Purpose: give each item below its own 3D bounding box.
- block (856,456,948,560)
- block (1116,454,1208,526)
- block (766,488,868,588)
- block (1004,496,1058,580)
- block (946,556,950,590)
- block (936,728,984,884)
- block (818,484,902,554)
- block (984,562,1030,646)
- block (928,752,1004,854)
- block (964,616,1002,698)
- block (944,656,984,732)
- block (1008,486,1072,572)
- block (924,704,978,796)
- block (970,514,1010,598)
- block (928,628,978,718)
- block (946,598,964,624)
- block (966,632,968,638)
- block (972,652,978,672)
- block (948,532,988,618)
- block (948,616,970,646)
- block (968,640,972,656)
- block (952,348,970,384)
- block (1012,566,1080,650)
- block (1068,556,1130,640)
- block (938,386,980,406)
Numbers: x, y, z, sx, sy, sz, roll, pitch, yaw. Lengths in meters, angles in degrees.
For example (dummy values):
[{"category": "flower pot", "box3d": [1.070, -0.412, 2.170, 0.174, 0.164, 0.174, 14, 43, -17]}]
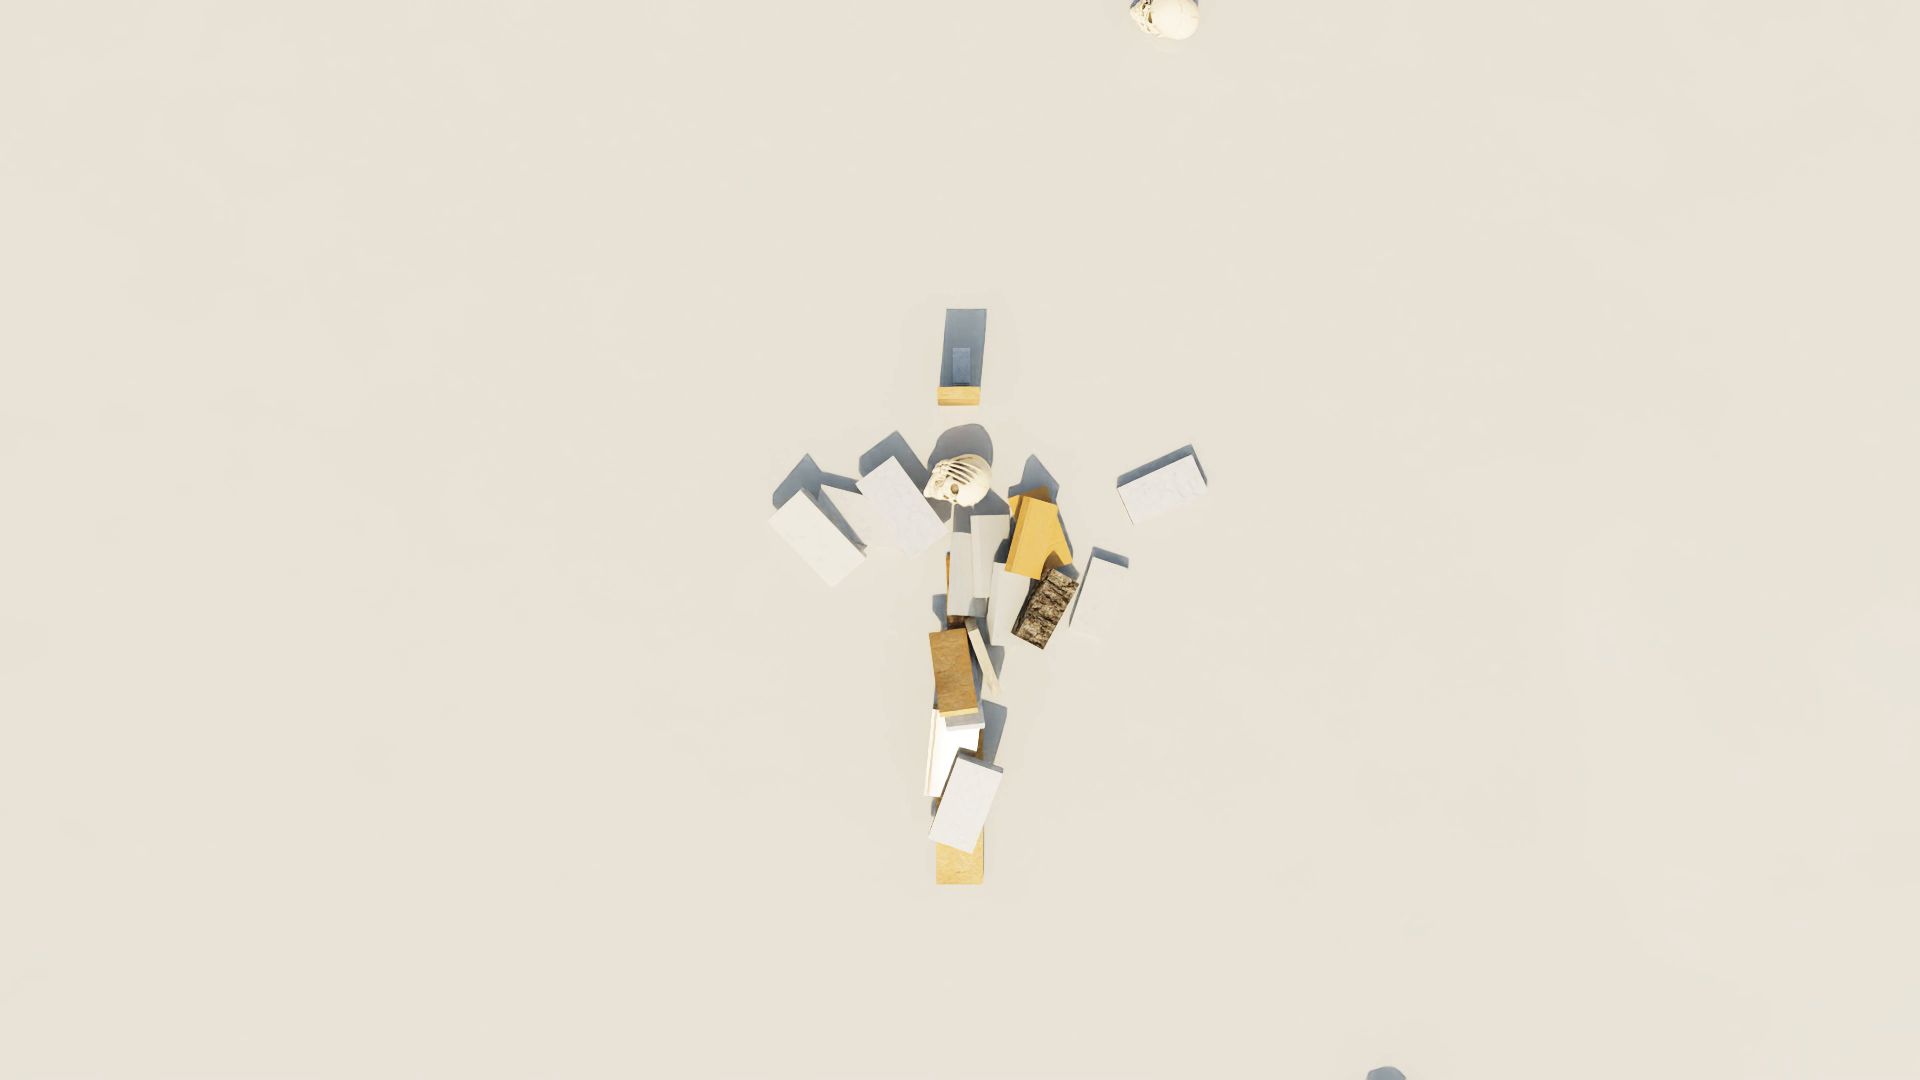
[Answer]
[{"category": "block", "box3d": [-0.189, -0.106, 5.434, 0.155, 0.044, 0.310, -36, 90, 0]}, {"category": "block", "box3d": [0.672, -0.166, 5.481, 0.270, 0.038, 0.135, -24, 90, 0]}, {"category": "block", "box3d": [-0.471, -0.007, 5.439, 0.155, 0.044, 0.310, -41, 99, 13]}, {"category": "block", "box3d": [0.235, -0.006, 5.409, 0.126, 0.036, 0.252, 15, 90, -38]}, {"category": "block", "box3d": [-0.017, 0.110, 5.477, 0.057, 0.016, 0.113, -2, 75, -1]}, {"category": "block", "box3d": [-0.002, 0.873, 5.478, 0.155, 0.044, 0.532, 0, 90, 0]}, {"category": "block", "box3d": [-0.327, -0.070, 5.478, 0.310, 0.044, 0.155, 15, 90, 0]}, {"category": "block", "box3d": [0.158, 0.212, 5.436, 0.135, 0.038, 0.269, 5, 93, -40]}, {"category": "block", "box3d": [0.018, 0.860, 5.385, 0.155, 0.044, 0.311, 20, 109, 0]}, {"category": "block", "box3d": [0.077, 0.384, 5.405, 0.035, 0.122, 0.245, -20, 108, 1]}, {"category": "block", "box3d": [0.002, 0.496, 5.327, 0.122, 0.035, 0.245, -5, 58, -6]}, {"category": "block", "box3d": [0.266, -0.032, 5.481, 0.135, 0.038, 0.270, -19, 90, 0]}, {"category": "block", "box3d": [-0.025, 0.693, 5.383, 0.155, 0.044, 0.311, 6, 109, 1]}, {"category": "block", "box3d": [0.104, 0.053, 5.442, 0.135, 0.038, 0.269, -2, 90, -40]}, {"category": "block", "box3d": [-0.023, 0.427, 5.325, 0.122, 0.035, 0.292, -8, 58, -2]}, {"category": "block", "box3d": [-0.015, 0.217, 5.443, 0.057, 0.016, 0.113, 1, 85, 0]}, {"category": "block", "box3d": [-0.017, 0.380, 5.422, 0.077, 0.022, 0.155, 1, 85, 0]}, {"category": "block", "box3d": [0.010, 0.468, 5.455, 0.097, 0.028, 0.194, 1, 71, 0]}, {"category": "block", "box3d": [0.029, 0.115, 5.430, 0.135, 0.038, 0.269, 7, 83, -39]}, {"category": "block", "box3d": [-0.004, 0.274, 5.468, 0.077, 0.022, 0.155, 0, 74, 0]}, {"category": "block", "box3d": [0.003, 0.365, 5.464, 0.077, 0.022, 0.155, 1, 71, 0]}, {"category": "block", "box3d": [0.005, -0.569, 5.378, 0.057, 0.016, 0.114, 0, 90, 0]}, {"category": "block", "box3d": [0.282, 0.225, 5.451, 0.126, 0.036, 0.252, 29, 90, -33]}, {"category": "block", "box3d": [0.461, 0.195, 5.482, 0.126, 0.036, 0.252, 19, 90, 0]}, {"category": "block", "box3d": [-0.005, -0.466, 5.365, 0.135, 0.270, 0.038, 0, 90, 0]}]
